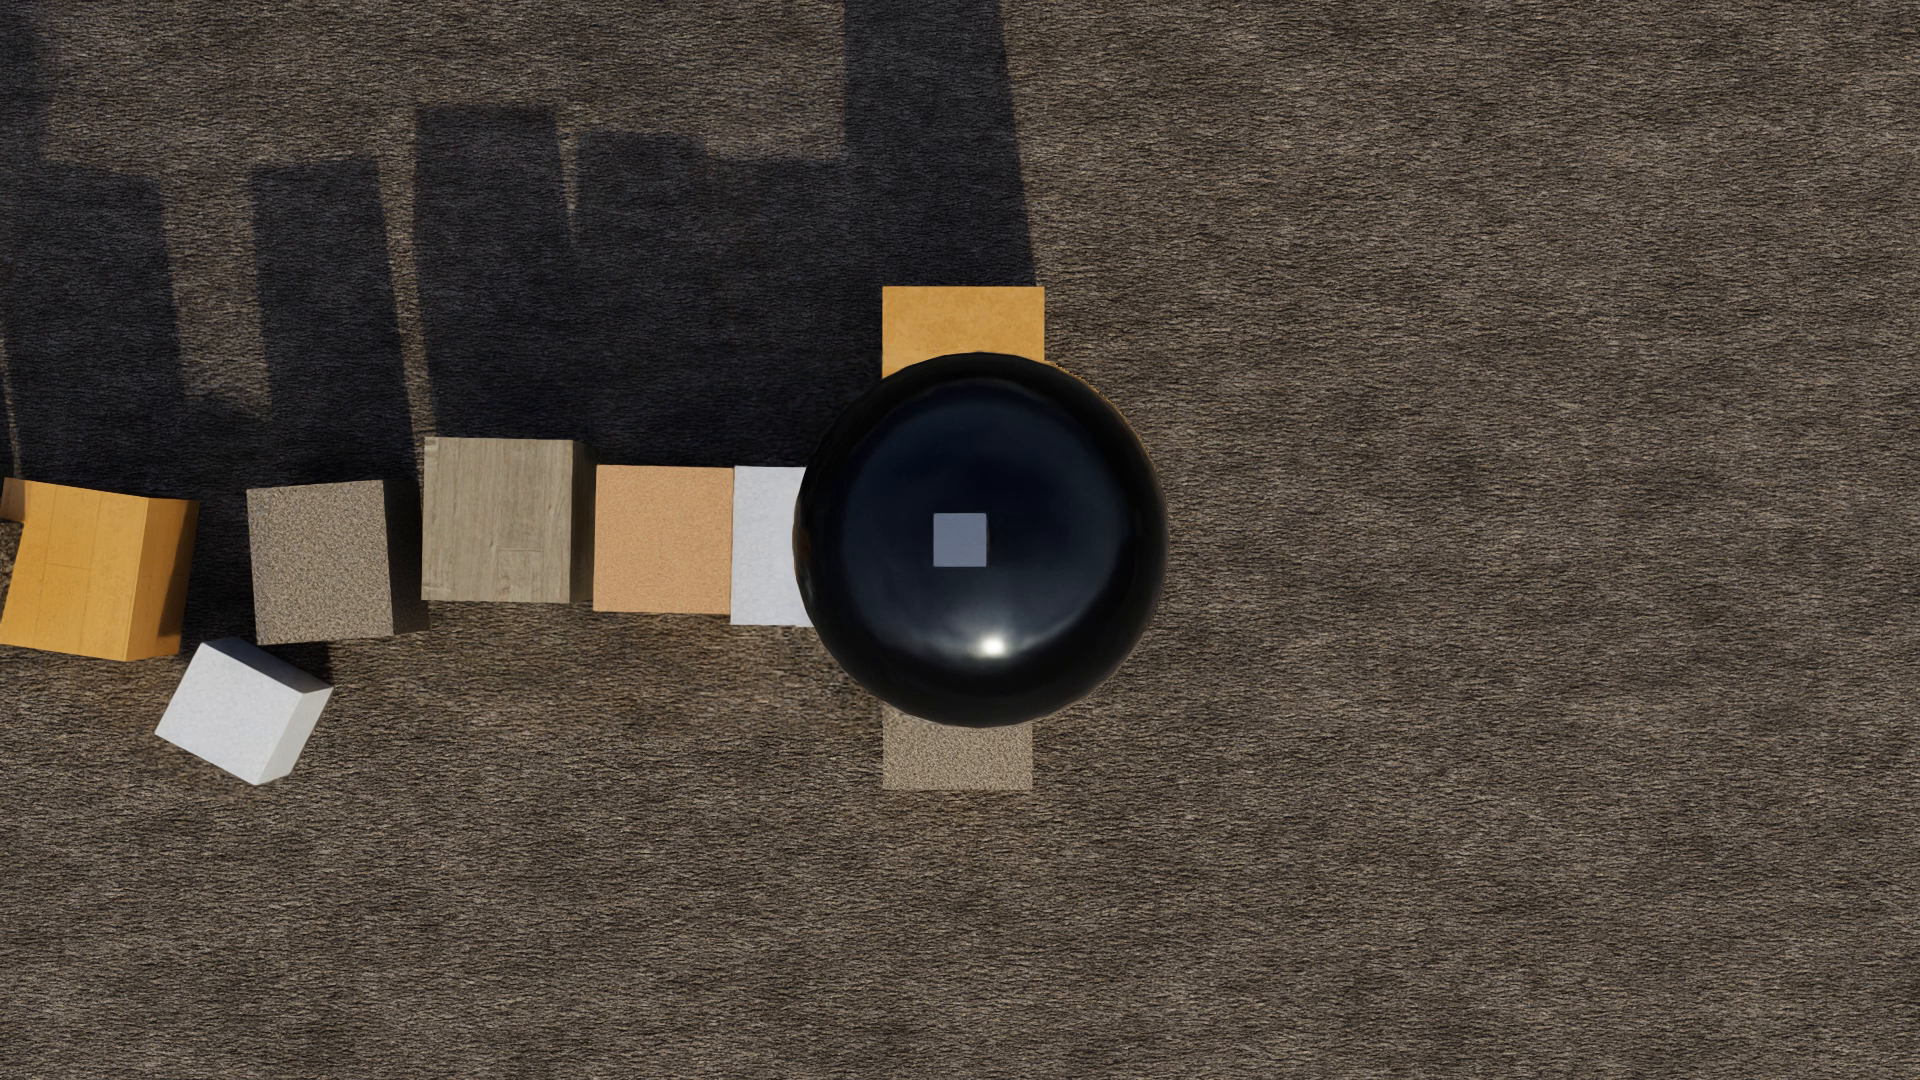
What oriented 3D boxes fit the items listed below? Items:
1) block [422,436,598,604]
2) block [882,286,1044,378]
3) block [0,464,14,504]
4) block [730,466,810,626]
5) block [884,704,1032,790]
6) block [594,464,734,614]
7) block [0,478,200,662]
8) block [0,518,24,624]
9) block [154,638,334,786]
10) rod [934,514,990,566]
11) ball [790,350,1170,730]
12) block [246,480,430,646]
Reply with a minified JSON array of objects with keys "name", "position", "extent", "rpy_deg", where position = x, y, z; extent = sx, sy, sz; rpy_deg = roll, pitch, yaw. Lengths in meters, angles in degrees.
[{"name":"block","position":[-2.553,-0.110,12.565],"extent":[0.815,0.870,0.899],"rpy_deg":[1,90,0]},{"name":"block","position":[0.018,-0.899,12.580],"extent":[0.894,0.840,1.004],"rpy_deg":[0,90,0]},{"name":"block","position":[-6.027,-0.015,12.538],"extent":[0.846,0.924,0.876],"rpy_deg":[1,90,0]},{"name":"block","position":[-0.803,0.040,12.600],"extent":[0.920,0.800,0.880],"rpy_deg":[2,90,0]},{"name":"block","position":[-0.013,0.952,12.635],"extent":[0.833,0.730,0.881],"rpy_deg":[0,90,0]},{"name":"block","position":[-1.640,-0.003,12.568],"extent":[0.751,0.863,0.807],"rpy_deg":[1,90,0]},{"name":"block","position":[-4.955,0.163,12.589],"extent":[0.807,0.823,0.915],"rpy_deg":[8,90,0]},{"name":"block","position":[-5.512,0.137,11.818],"extent":[0.652,0.534,0.621],"rpy_deg":[13,89,-6]},{"name":"block","position":[-4.116,0.979,12.687],"extent":[0.643,0.625,0.579],"rpy_deg":[27,90,0]},{"name":"rod","position":[0.037,0.000,5.923],"extent":[0.080,5.200,0.080],"rpy_deg":[0,90,1]},{"name":"ball","position":[0.085,0.000,9.323],"extent":[1.600,1.600,1.600],"rpy_deg":[0,90,0]},{"name":"block","position":[-3.543,0.124,12.586],"extent":[0.757,0.828,0.867],"rpy_deg":[-4,90,0]}]
